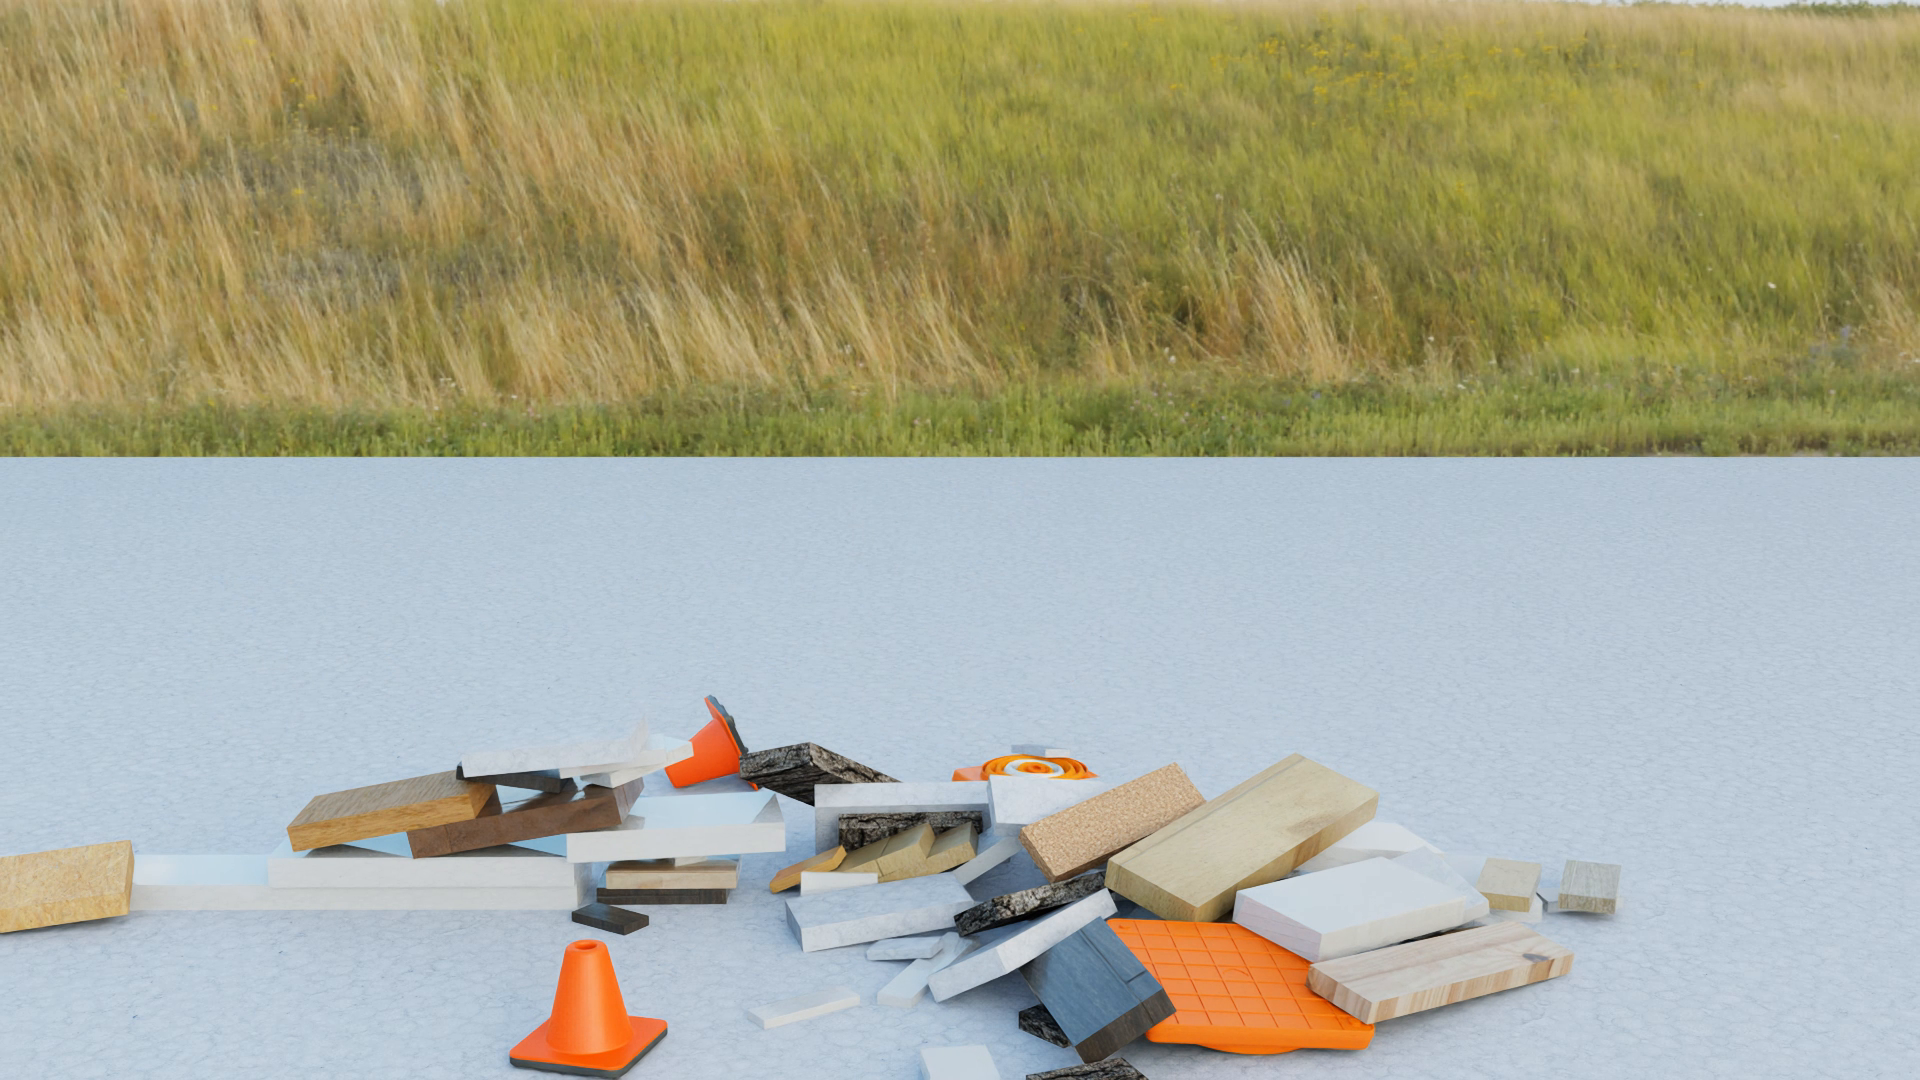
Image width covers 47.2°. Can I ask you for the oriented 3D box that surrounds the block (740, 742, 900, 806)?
[{"bbox_3d":[-0.207,0.429,3.814,0.138,0.039,0.428,-13,-24,25],"label":"block"}]

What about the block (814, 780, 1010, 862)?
[{"bbox_3d":[-0.079,0.487,3.770,0.337,0.169,0.048,-1,46,-4],"label":"block"}]

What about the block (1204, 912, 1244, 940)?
[{"bbox_3d":[0.422,0.602,3.539,0.081,0.023,0.162,4,11,19],"label":"block"}]

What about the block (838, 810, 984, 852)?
[{"bbox_3d":[-0.085,0.516,3.733,0.241,0.121,0.034,-1,40,-4],"label":"block"}]

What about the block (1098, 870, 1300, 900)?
[{"bbox_3d":[0.394,0.547,3.657,0.307,0.043,0.153,-1,11,-7],"label":"block"}]

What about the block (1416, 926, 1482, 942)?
[{"bbox_3d":[0.718,0.622,3.352,0.163,0.023,0.081,-8,-9,-38],"label":"block"}]

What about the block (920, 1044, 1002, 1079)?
[{"bbox_3d":[0.006,0.718,2.907,0.091,0.026,0.182,-2,11,-10],"label":"block"}]

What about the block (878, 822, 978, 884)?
[{"bbox_3d":[-0.074,0.536,3.646,0.214,0.030,0.107,-23,9,7],"label":"block"}]

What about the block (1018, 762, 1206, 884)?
[{"bbox_3d":[0.251,0.456,3.550,0.308,0.029,0.101,-20,54,-27],"label":"block"}]

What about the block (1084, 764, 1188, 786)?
[{"bbox_3d":[0.281,0.428,3.704,0.202,0.029,0.101,-10,20,10],"label":"block"}]

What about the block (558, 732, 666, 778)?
[{"bbox_3d":[-0.568,0.352,3.592,0.171,0.024,0.086,-8,13,-7],"label":"block"}]

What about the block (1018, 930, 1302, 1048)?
[{"bbox_3d":[0.357,0.646,3.295,0.654,0.026,0.091,-9,14,-41],"label":"block"}]

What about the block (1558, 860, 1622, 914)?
[{"bbox_3d":[1.035,0.569,3.614,0.089,0.025,0.177,4,11,19],"label":"block"}]

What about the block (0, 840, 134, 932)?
[{"bbox_3d":[-1.494,0.563,3.533,0.304,0.043,0.152,-7,27,-13],"label":"block"}]

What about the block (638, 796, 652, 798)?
[{"bbox_3d":[-0.625,0.502,4.049,0.241,0.034,0.121,5,11,23],"label":"block"}]

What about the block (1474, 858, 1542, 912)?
[{"bbox_3d":[0.891,0.560,3.578,0.089,0.025,0.177,4,11,20],"label":"block"}]

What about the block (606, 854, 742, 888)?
[{"bbox_3d":[-0.474,0.547,3.654,0.212,0.030,0.106,0,11,-1],"label":"block"}]

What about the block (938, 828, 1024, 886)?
[{"bbox_3d":[0.035,0.521,3.651,0.214,0.030,0.107,-33,9,7],"label":"block"}]

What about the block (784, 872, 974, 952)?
[{"bbox_3d":[-0.129,0.590,3.499,0.276,0.039,0.138,-7,12,-14],"label":"block"}]

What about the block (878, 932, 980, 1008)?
[{"bbox_3d":[-0.045,0.647,3.320,0.054,0.015,0.273,4,11,22],"label":"block"}]

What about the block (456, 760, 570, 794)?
[{"bbox_3d":[-0.732,0.380,3.618,0.171,0.024,0.086,7,13,2],"label":"block"}]

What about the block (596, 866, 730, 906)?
[{"bbox_3d":[-0.491,0.575,3.666,0.212,0.030,0.106,0,11,-1],"label":"block"}]

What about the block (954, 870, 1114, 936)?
[{"bbox_3d":[0.123,0.569,3.455,0.241,0.034,0.121,-7,-17,-35],"label":"block"}]

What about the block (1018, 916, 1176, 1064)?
[{"bbox_3d":[0.187,0.624,3.057,0.141,0.040,0.283,-32,16,-6],"label":"block"}]

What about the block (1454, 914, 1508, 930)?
[{"bbox_3d":[0.797,0.599,3.486,0.163,0.023,0.081,14,6,40],"label":"block"}]

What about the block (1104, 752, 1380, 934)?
[{"bbox_3d":[0.460,0.476,3.520,0.169,0.048,0.527,25,30,34],"label":"block"}]

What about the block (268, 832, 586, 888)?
[{"bbox_3d":[-0.876,0.523,3.655,0.495,0.050,0.175,0,11,-1],"label":"block"}]

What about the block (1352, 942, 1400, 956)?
[{"bbox_3d":[0.612,0.625,3.337,0.078,0.022,0.156,-23,-3,33],"label":"block"}]

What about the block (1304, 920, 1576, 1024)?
[{"bbox_3d":[0.707,0.626,3.208,0.473,0.033,0.117,-2,19,-40],"label":"block"}]

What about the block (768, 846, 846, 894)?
[{"bbox_3d":[-0.255,0.551,3.679,0.124,0.018,0.062,-24,7,16],"label":"block"}]

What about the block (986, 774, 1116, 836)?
[{"bbox_3d":[0.156,0.439,3.598,0.214,0.030,0.107,5,39,-11],"label":"block"}]

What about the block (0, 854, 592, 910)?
[{"bbox_3d":[-1.171,0.569,3.663,1.091,0.043,0.152,0,11,0],"label":"block"}]

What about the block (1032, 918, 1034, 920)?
[{"bbox_3d":[0.136,0.604,3.556,0.098,0.014,0.049,6,12,27],"label":"block"}]

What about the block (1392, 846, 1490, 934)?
[{"bbox_3d":[0.752,0.554,3.497,0.089,0.025,0.177,-19,28,-15],"label":"block"}]

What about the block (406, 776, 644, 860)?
[{"bbox_3d":[-0.711,0.441,3.618,0.351,0.050,0.176,-10,12,6],"label":"block"}]

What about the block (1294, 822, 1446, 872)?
[{"bbox_3d":[0.641,0.513,3.694,0.307,0.043,0.153,7,10,-22],"label":"block"}]

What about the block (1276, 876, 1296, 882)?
[{"bbox_3d":[0.531,0.572,3.554,0.098,0.049,0.014,-15,-4,30],"label":"block"}]

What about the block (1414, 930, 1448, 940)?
[{"bbox_3d":[0.696,0.606,3.460,0.130,0.018,0.065,10,9,-10],"label":"block"}]

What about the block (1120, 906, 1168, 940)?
[{"bbox_3d":[0.295,0.611,3.513,0.054,0.015,0.107,4,11,20],"label":"block"}]

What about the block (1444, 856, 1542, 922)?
[{"bbox_3d":[0.876,0.577,3.649,0.117,0.033,0.234,0,11,-1],"label":"block"}]

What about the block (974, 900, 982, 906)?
[{"bbox_3d":[0.014,0.602,3.555,0.124,0.018,0.062,2,11,11],"label":"block"}]

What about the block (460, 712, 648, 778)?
[{"bbox_3d":[-0.658,0.332,3.582,0.276,0.039,0.138,-6,13,4],"label":"block"}]

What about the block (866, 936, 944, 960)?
[{"bbox_3d":[-0.084,0.627,3.376,0.107,0.015,0.054,-7,7,23],"label":"block"}]

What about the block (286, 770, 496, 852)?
[{"bbox_3d":[-0.932,0.439,3.615,0.304,0.043,0.152,-11,12,4],"label":"block"}]

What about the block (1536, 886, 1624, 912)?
[{"bbox_3d":[1.016,0.590,3.620,0.130,0.018,0.065,-2,11,-9],"label":"block"}]

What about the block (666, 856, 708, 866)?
[{"bbox_3d":[-0.473,0.518,3.683,0.057,0.016,0.114,-6,12,-30],"label":"block"}]

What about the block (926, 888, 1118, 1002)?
[{"bbox_3d":[0.096,0.604,3.292,0.141,0.040,0.315,-30,-9,34],"label":"block"}]

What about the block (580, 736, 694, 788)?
[{"bbox_3d":[-0.534,0.365,3.629,0.086,0.024,0.171,6,18,44],"label":"block"}]

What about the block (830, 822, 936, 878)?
[{"bbox_3d":[-0.150,0.535,3.649,0.212,0.030,0.106,-22,8,12],"label":"block"}]

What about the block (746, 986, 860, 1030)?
[{"bbox_3d":[-0.225,0.674,3.176,0.161,0.014,0.049,-7,13,-35],"label":"block"}]

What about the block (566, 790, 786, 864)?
[{"bbox_3d":[-0.474,0.474,3.648,0.351,0.050,0.176,-2,11,-10],"label":"block"}]

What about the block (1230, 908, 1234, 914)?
[{"bbox_3d":[0.443,0.563,3.498,0.163,0.023,0.081,28,26,38],"label":"block"}]

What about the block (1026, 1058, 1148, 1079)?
[{"bbox_3d":[0.207,0.736,2.773,0.141,0.040,0.283,-5,11,-23],"label":"block"}]

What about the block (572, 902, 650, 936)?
[{"bbox_3d":[-0.561,0.608,3.530,0.114,0.016,0.057,7,13,34],"label":"block"}]

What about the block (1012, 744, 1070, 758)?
[{"bbox_3d":[0.158,0.415,4.327,0.058,0.016,0.116,3,-2,-34],"label":"block"}]

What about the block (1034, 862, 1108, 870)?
[{"bbox_3d":[0.275,0.502,3.660,0.307,0.043,0.153,0,11,1],"label":"block"}]

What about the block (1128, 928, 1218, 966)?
[{"bbox_3d":[0.304,0.622,3.342,0.162,0.023,0.081,-10,-5,-32],"label":"block"}]

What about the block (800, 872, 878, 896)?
[{"bbox_3d":[-0.196,0.573,3.583,0.124,0.062,0.018,0,-1,2],"label":"block"}]

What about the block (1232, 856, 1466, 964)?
[{"bbox_3d":[0.593,0.558,3.335,0.338,0.048,0.169,-5,17,-40],"label":"block"}]
